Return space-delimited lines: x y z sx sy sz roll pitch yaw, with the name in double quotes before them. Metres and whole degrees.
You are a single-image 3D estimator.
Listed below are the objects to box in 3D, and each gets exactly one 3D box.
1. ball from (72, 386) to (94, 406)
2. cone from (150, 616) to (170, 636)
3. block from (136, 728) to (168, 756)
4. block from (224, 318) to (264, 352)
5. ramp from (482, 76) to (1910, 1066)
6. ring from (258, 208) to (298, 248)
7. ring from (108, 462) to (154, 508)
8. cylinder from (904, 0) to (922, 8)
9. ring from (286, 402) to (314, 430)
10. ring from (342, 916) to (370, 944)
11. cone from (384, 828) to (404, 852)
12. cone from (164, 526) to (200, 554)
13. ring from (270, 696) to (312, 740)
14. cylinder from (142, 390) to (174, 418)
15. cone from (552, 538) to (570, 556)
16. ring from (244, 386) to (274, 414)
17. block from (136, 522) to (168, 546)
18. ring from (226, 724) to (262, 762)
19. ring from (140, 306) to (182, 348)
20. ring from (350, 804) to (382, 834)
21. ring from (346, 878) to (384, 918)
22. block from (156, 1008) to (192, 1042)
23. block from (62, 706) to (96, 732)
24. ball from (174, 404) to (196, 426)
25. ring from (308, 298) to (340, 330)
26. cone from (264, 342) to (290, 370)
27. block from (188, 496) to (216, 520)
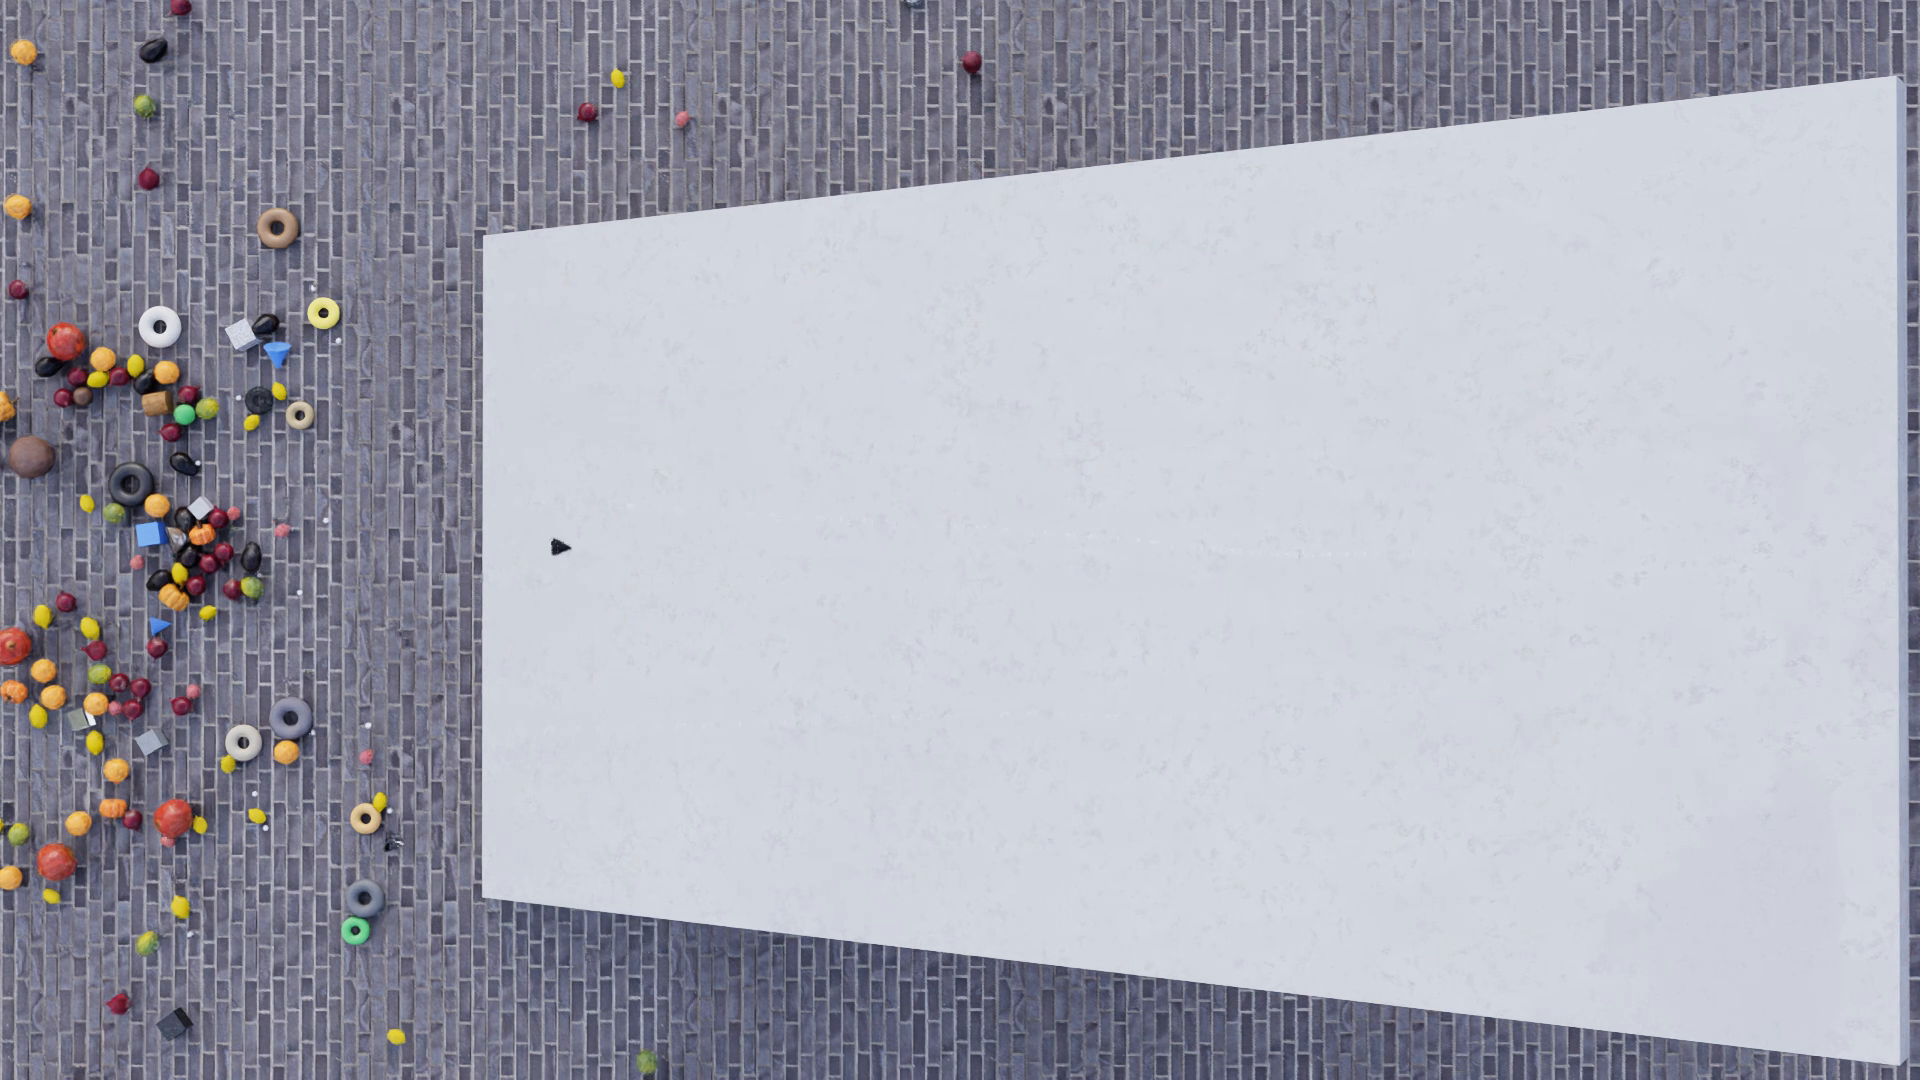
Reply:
"ball" -2.674 -0.438 6.705 0.058 0.058 0.058 0 90 0
"cone" -2.437 0.259 6.715 0.060 0.060 0.060 -7 89 -27
"block" -2.459 0.614 6.695 0.060 0.060 0.060 -31 90 0
"block" -2.181 -0.625 6.701 0.070 0.070 0.070 -28 90 0
"ramp" 0.254 0.070 5.587 4.000 0.100 2.000 0 89 33
"ring" -2.084 -0.952 6.718 0.127 0.042 0.127 0 91 1
"ring" -2.528 -0.169 6.709 0.141 0.047 0.141 0 90 1
"cylinder" -0.144 -1.663 6.714 0.061 0.061 0.061 0 90 0
"ring" -2.016 -0.380 6.719 0.089 0.030 0.089 0 88 1
"ring" -1.843 1.191 6.707 0.087 0.029 0.087 0 89 -1
"cone" -1.738 0.903 6.708 0.066 0.066 0.066 -37 57 0
"cone" -2.364 -0.014 6.710 0.091 0.091 0.091 -22 89 -27
"ring" -2.040 0.544 6.705 0.133 0.044 0.133 0 90 -1
"cylinder" -2.443 -0.415 6.699 0.070 0.070 0.070 -10 90 0
"cone" -1.164 0.022 6.448 0.054 0.054 0.054 4 90 7
"ring" -2.142 -0.426 6.720 0.087 0.029 0.087 0 90 1
"block" -2.461 -0.018 6.698 0.066 0.066 0.066 -9 90 0
"ring" -2.185 0.619 6.707 0.112 0.037 0.112 0 90 1
"ring" -2.443 -0.650 6.715 0.128 0.043 0.128 0 91 0
"ring" -1.812 0.850 6.708 0.095 0.032 0.095 0 88 1
"ring" -1.814 1.092 6.702 0.120 0.040 0.120 0 90 -1
"block" -2.388 1.472 6.685 0.066 0.066 0.066 -36 90 0
"block" -2.682 0.546 6.696 0.061 0.061 0.061 -21 90 0
"ball" -2.363 -0.382 6.702 0.063 0.063 0.063 0 90 0
"ring" -1.945 -0.693 6.721 0.098 0.033 0.098 0 88 -1
"cone" -2.084 -0.555 6.718 0.078 0.078 0.078 5 116 0
"block" -2.311 -0.095 6.706 0.052 0.052 0.052 -41 90 0
